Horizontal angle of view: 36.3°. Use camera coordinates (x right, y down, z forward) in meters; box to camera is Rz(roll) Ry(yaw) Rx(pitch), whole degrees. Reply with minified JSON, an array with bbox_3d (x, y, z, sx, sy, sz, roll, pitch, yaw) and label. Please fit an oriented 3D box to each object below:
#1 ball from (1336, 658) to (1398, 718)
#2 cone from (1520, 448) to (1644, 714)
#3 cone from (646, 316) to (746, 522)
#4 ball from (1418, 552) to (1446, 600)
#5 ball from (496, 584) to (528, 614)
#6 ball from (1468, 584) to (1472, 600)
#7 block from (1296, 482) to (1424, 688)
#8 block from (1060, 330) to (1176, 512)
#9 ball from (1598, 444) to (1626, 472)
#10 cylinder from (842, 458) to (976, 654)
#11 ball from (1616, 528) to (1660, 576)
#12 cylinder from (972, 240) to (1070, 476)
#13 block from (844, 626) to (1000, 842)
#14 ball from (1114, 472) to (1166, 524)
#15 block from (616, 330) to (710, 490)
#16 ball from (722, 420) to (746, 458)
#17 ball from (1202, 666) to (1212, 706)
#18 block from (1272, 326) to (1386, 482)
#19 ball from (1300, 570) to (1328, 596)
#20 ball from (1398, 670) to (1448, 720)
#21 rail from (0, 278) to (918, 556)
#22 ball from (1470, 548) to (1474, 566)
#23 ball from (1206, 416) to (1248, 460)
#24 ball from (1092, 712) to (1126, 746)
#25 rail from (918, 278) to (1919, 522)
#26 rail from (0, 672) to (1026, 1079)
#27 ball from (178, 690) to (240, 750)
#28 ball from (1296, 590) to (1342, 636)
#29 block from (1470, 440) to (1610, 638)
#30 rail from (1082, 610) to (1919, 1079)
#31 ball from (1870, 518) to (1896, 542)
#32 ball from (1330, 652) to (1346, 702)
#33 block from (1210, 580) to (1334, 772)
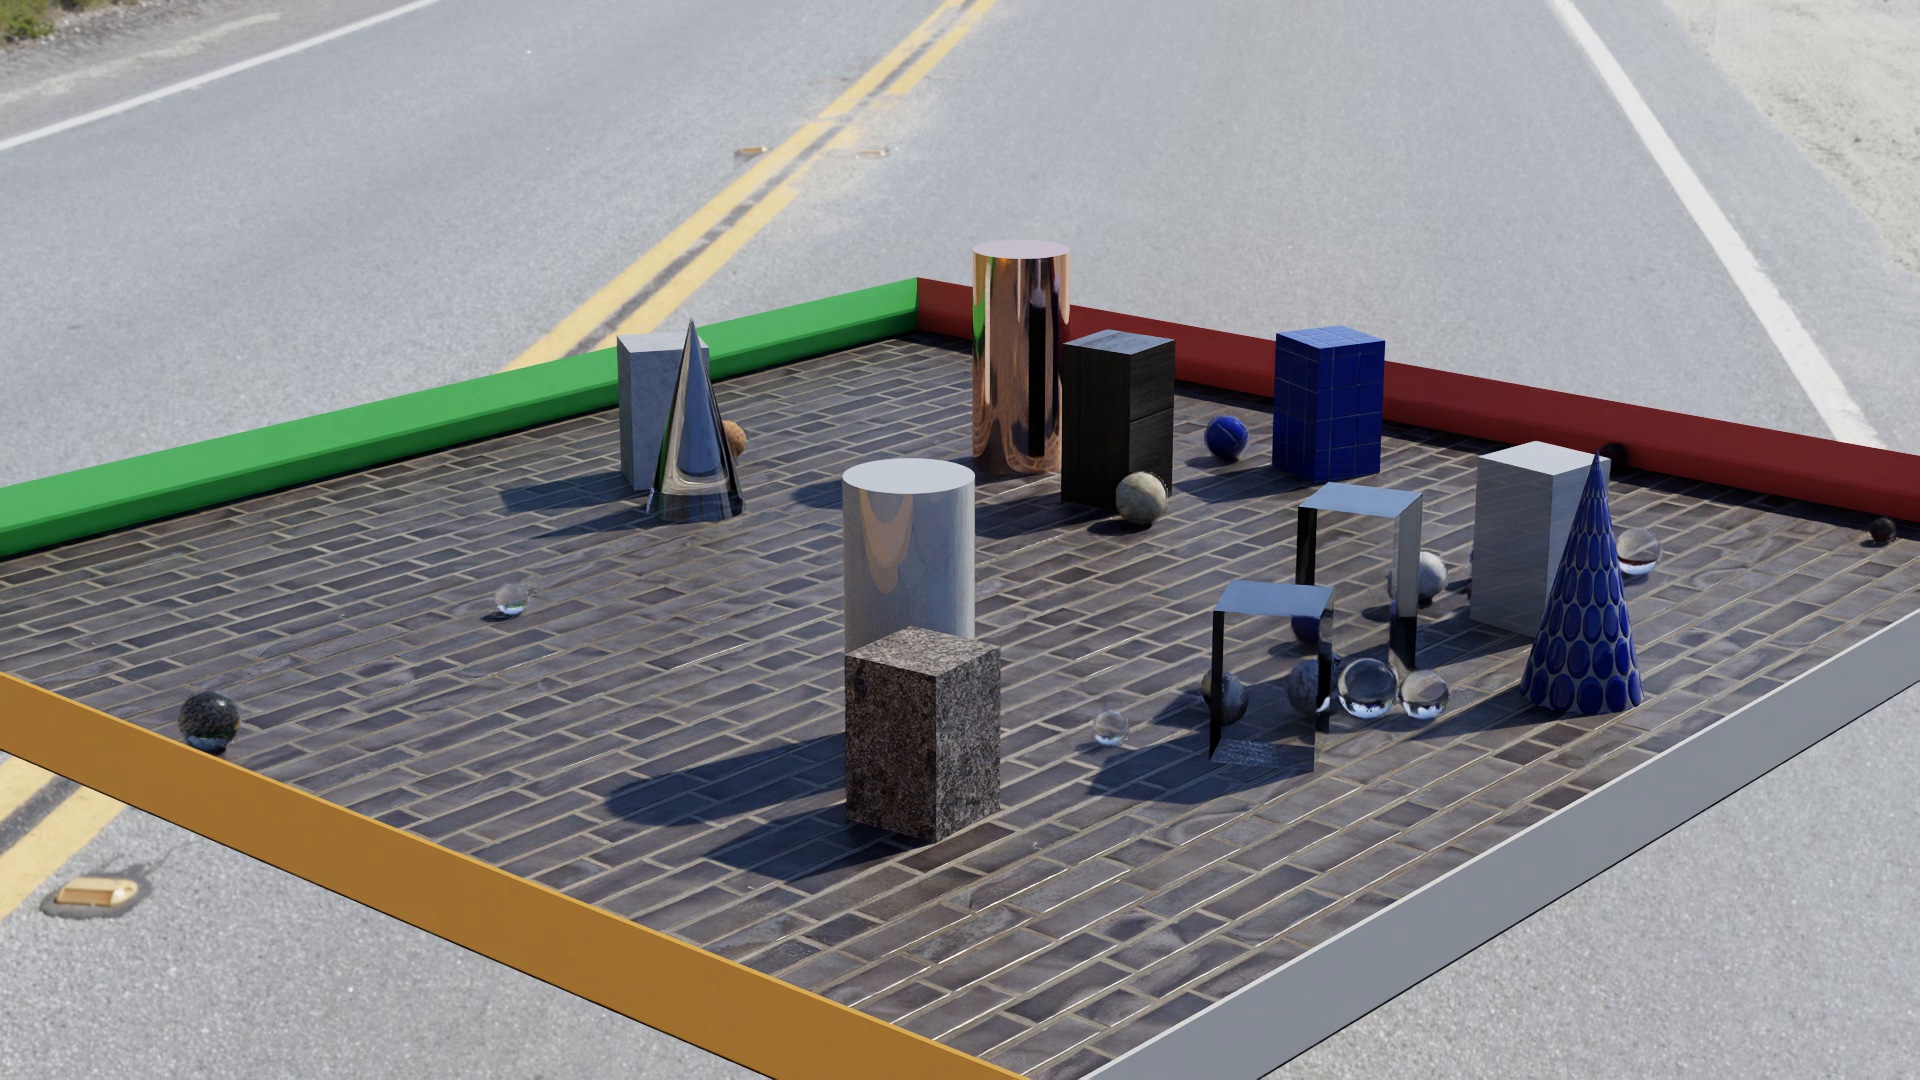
[{"bbox_3d":[0.629,0.229,4.527,0.094,0.094,0.094,0,17,0],"label":"ball"},{"bbox_3d":[0.984,0.049,4.587,0.195,0.404,0.195,0,17,0],"label":"cone"},{"bbox_3d":[-0.508,-0.245,5.597,0.195,0.382,0.195,0,17,0],"label":"cone"},{"bbox_3d":[0.801,0.062,5.093,0.086,0.086,0.086,0,17,0],"label":"ball"},{"bbox_3d":[-0.767,0.101,5.019,0.054,0.054,0.054,0,17,0],"label":"ball"},{"bbox_3d":[0.900,0.093,5.054,0.050,0.050,0.050,0,17,0],"label":"ball"},{"bbox_3d":[0.632,0.079,4.666,0.156,0.299,0.156,8,18,24],"label":"block"},{"bbox_3d":[0.305,-0.231,5.675,0.156,0.312,0.156,12,21,34],"label":"block"},{"bbox_3d":[1.313,-0.166,5.901,0.056,0.056,0.056,0,17,0],"label":"ball"},{"bbox_3d":[-0.075,0.106,4.372,0.195,0.419,0.195,0,17,0],"label":"cylinder"},{"bbox_3d":[1.208,0.022,5.231,0.084,0.084,0.084,0,17,0],"label":"ball"},{"bbox_3d":[0.122,-0.369,5.909,0.195,0.441,0.195,0,17,0],"label":"cylinder"},{"bbox_3d":[-0.052,0.271,4.126,0.156,0.245,0.156,11,20,33],"label":"block"},{"bbox_3d":[0.341,-0.079,5.541,0.098,0.098,0.098,0,17,0],"label":"ball"},{"bbox_3d":[-0.587,-0.259,5.824,0.156,0.278,0.156,-5,17,-15],"label":"block"},{"bbox_3d":[-0.478,-0.203,5.979,0.082,0.082,0.082,0,17,0],"label":"ball"},{"bbox_3d":[0.416,0.228,4.547,0.083,0.083,0.083,0,17,0],"label":"ball"},{"bbox_3d":[0.739,-0.275,5.886,0.156,0.273,0.156,-8,19,-26],"label":"block"},{"bbox_3d":[0.616,0.076,5.110,0.049,0.049,0.049,0,17,0],"label":"ball"},{"bbox_3d":[0.715,0.238,4.524,0.077,0.077,0.077,0,17,0],"label":"ball"},{"bbox_3d":[-1.087,-0.241,6.024,0.045,0.127,3.052,14,22,39],"label":"rail"},{"bbox_3d":[0.946,0.034,5.189,0.084,0.084,0.084,0,17,0],"label":"ball"},{"bbox_3d":[0.546,-0.209,5.990,0.088,0.088,0.088,0,17,0],"label":"ball"},{"bbox_3d":[0.225,0.284,4.417,0.052,0.052,0.052,0,17,0],"label":"ball"},{"bbox_3d":[0.985,-0.296,6.206,2.927,0.127,0.045,14,22,39],"label":"rail"},{"bbox_3d":[-0.985,0.359,4.034,2.927,0.127,0.045,14,22,39],"label":"rail"},{"bbox_3d":[-1.126,0.271,4.395,0.090,0.090,0.090,0,17,0],"label":"ball"},{"bbox_3d":[0.603,0.122,4.911,0.076,0.076,0.076,0,17,0],"label":"ball"},{"bbox_3d":[0.980,-0.001,4.956,0.156,0.286,0.156,-14,22,-40],"label":"block"},{"bbox_3d":[1.087,0.304,4.216,0.045,0.127,3.052,14,22,39],"label":"rail"},{"bbox_3d":[1.709,-0.019,5.430,0.046,0.046,0.046,0,17,0],"label":"ball"},{"bbox_3d":[0.563,0.214,4.588,0.088,0.088,0.088,0,17,0],"label":"ball"},{"bbox_3d":[0.466,0.200,4.375,0.156,0.236,0.156,4,17,14],"label":"block"}]
